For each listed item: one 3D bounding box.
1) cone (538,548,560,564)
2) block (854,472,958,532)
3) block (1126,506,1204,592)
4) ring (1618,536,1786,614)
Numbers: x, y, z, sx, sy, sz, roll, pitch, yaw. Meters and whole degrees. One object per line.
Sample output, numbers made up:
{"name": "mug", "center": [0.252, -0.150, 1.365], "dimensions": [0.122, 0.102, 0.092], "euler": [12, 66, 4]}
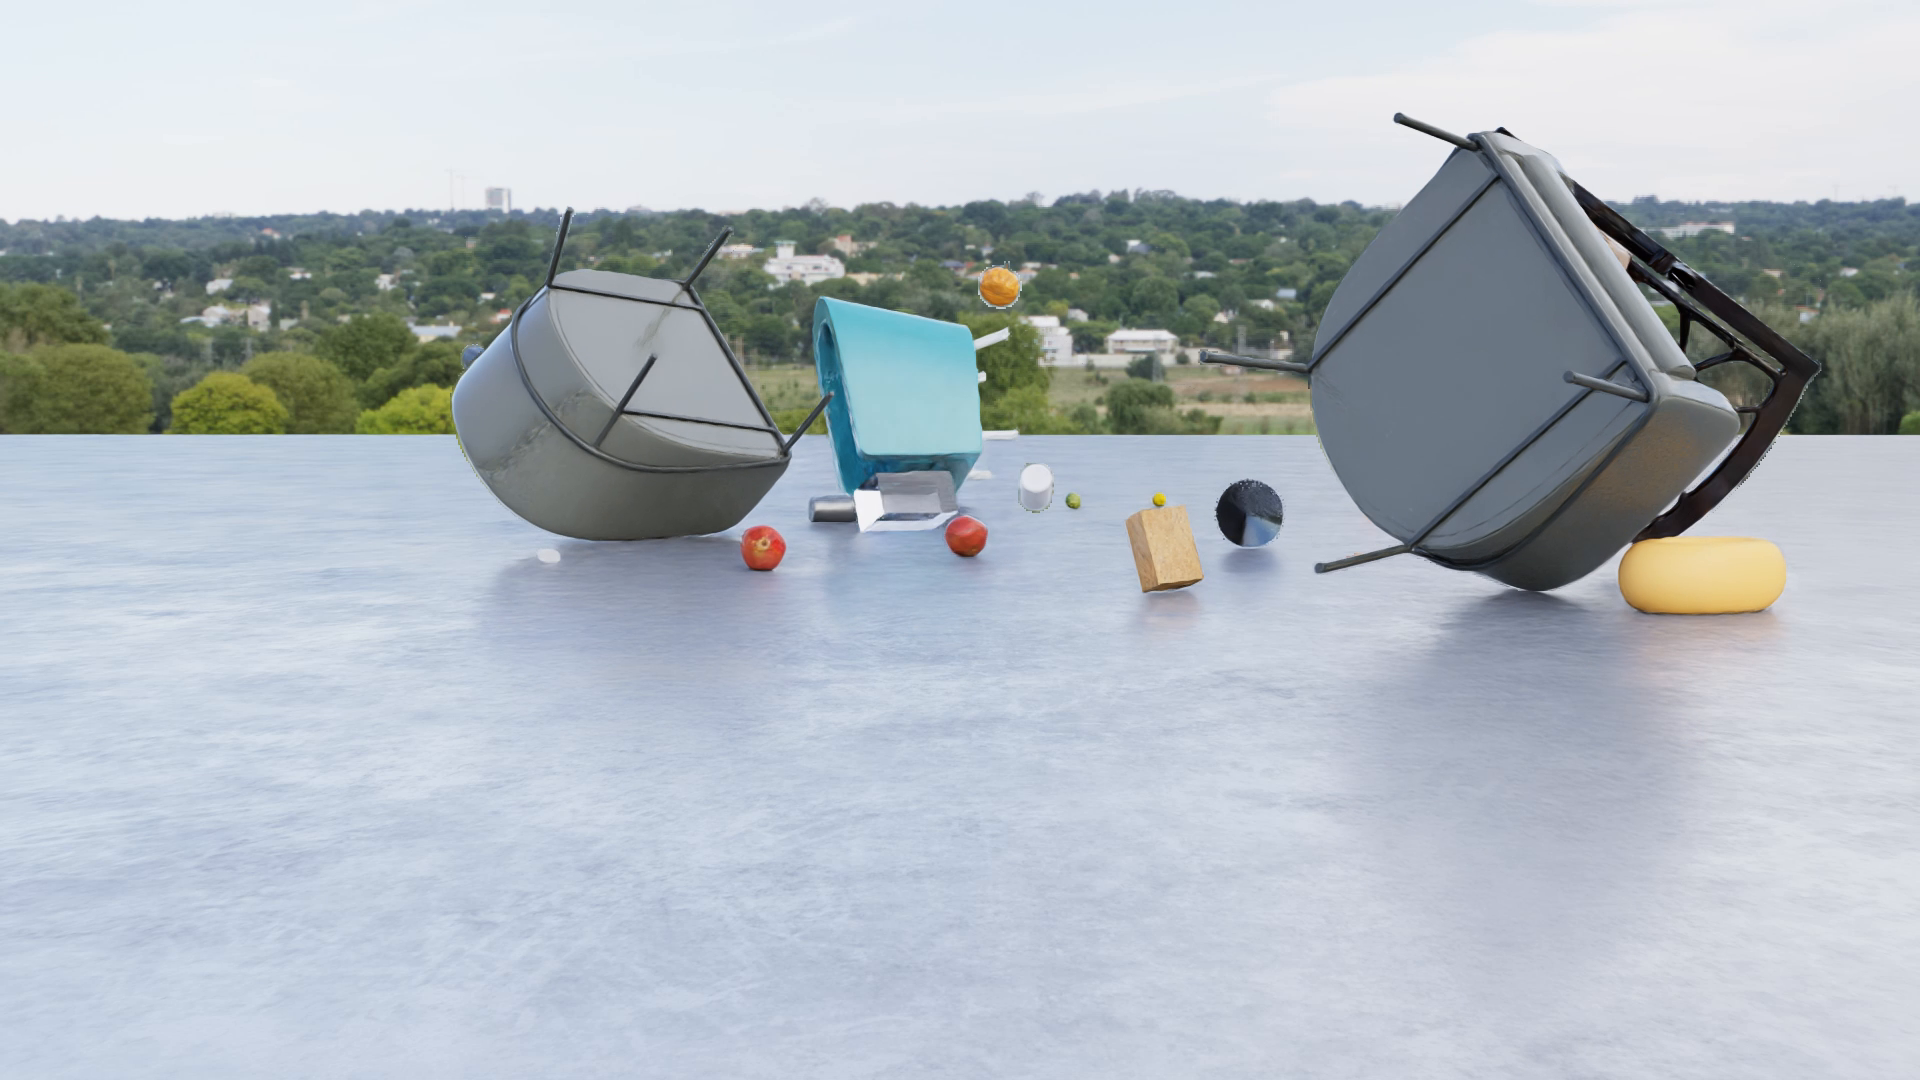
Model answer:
{"name": "cone", "center": [-1.066, 0.049, 5.692], "dimensions": [0.061, 0.039, 0.049], "euler": [13, -22, -12]}
{"name": "block", "center": [-0.171, -0.121, 6.918], "dimensions": [0.262, 0.136, 0.174], "euler": [-2, -17, -29]}
{"name": "block", "center": [0.452, 0.020, 4.865], "dimensions": [0.119, 0.170, 0.069], "euler": [-6, -14, -28]}
{"name": "ring", "center": [1.512, 0.071, 4.478], "dimensions": [0.390, 0.143, 0.246], "euler": [-2, 5, -26]}
